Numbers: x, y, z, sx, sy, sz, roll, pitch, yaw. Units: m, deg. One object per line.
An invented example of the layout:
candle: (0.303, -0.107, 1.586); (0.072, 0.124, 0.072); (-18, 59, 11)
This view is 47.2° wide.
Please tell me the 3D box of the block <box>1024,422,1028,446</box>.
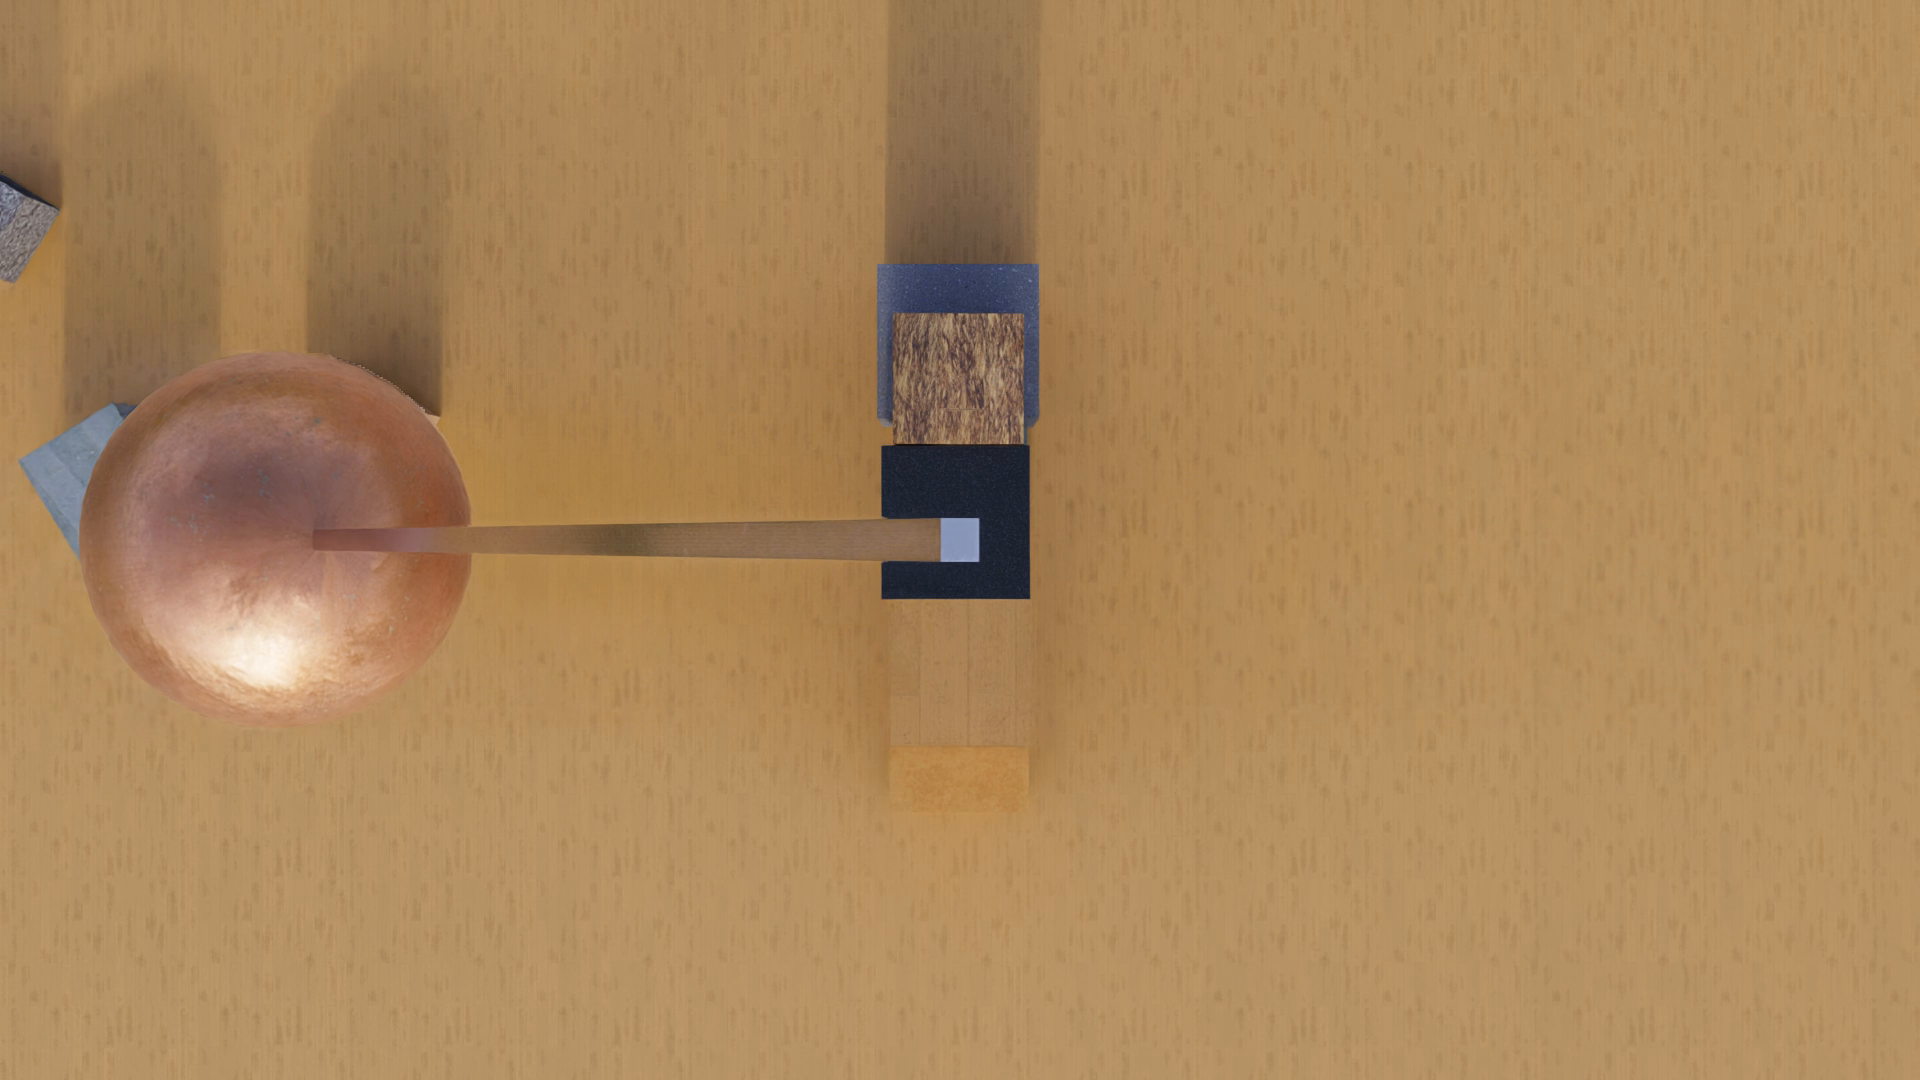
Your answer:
block: (0.011, -0.322, 12.648); (0.727, 0.704, 0.672); (0, 90, 0)

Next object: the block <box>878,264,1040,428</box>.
block: (-0.010, -1.086, 12.496); (0.885, 1.008, 0.839); (0, 90, 0)

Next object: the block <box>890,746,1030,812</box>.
block: (-0.004, 1.161, 12.577); (0.773, 0.847, 0.688); (0, 90, 0)

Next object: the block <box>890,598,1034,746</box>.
block: (0.012, 0.718, 11.797); (0.751, 0.728, 0.761); (0, 85, 0)

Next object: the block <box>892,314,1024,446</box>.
block: (-0.008, -0.835, 11.681); (0.676, 0.623, 0.674); (0, 90, 0)

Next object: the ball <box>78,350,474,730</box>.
ball: (-2.875, 0.000, 9.314); (1.600, 1.600, 1.600); (0, 90, 0)

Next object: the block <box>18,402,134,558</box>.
block: (-4.853, -0.305, 12.696); (0.631, 0.608, 0.722); (-32, 90, 0)

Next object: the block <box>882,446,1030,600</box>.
block: (-0.023, -0.081, 11.880); (0.775, 0.809, 0.803); (0, 88, 0)

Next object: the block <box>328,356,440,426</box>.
block: (-3.473, -0.645, 12.726); (0.593, 0.547, 0.573); (33, 90, 0)

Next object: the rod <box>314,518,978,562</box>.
rod: (-1.246, 0.000, 6.330); (0.080, 5.200, 0.080); (0, 90, -29)

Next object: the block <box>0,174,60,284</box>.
block: (-5.693, -1.886, 12.748); (0.581, 0.494, 0.509); (32, 89, 0)
